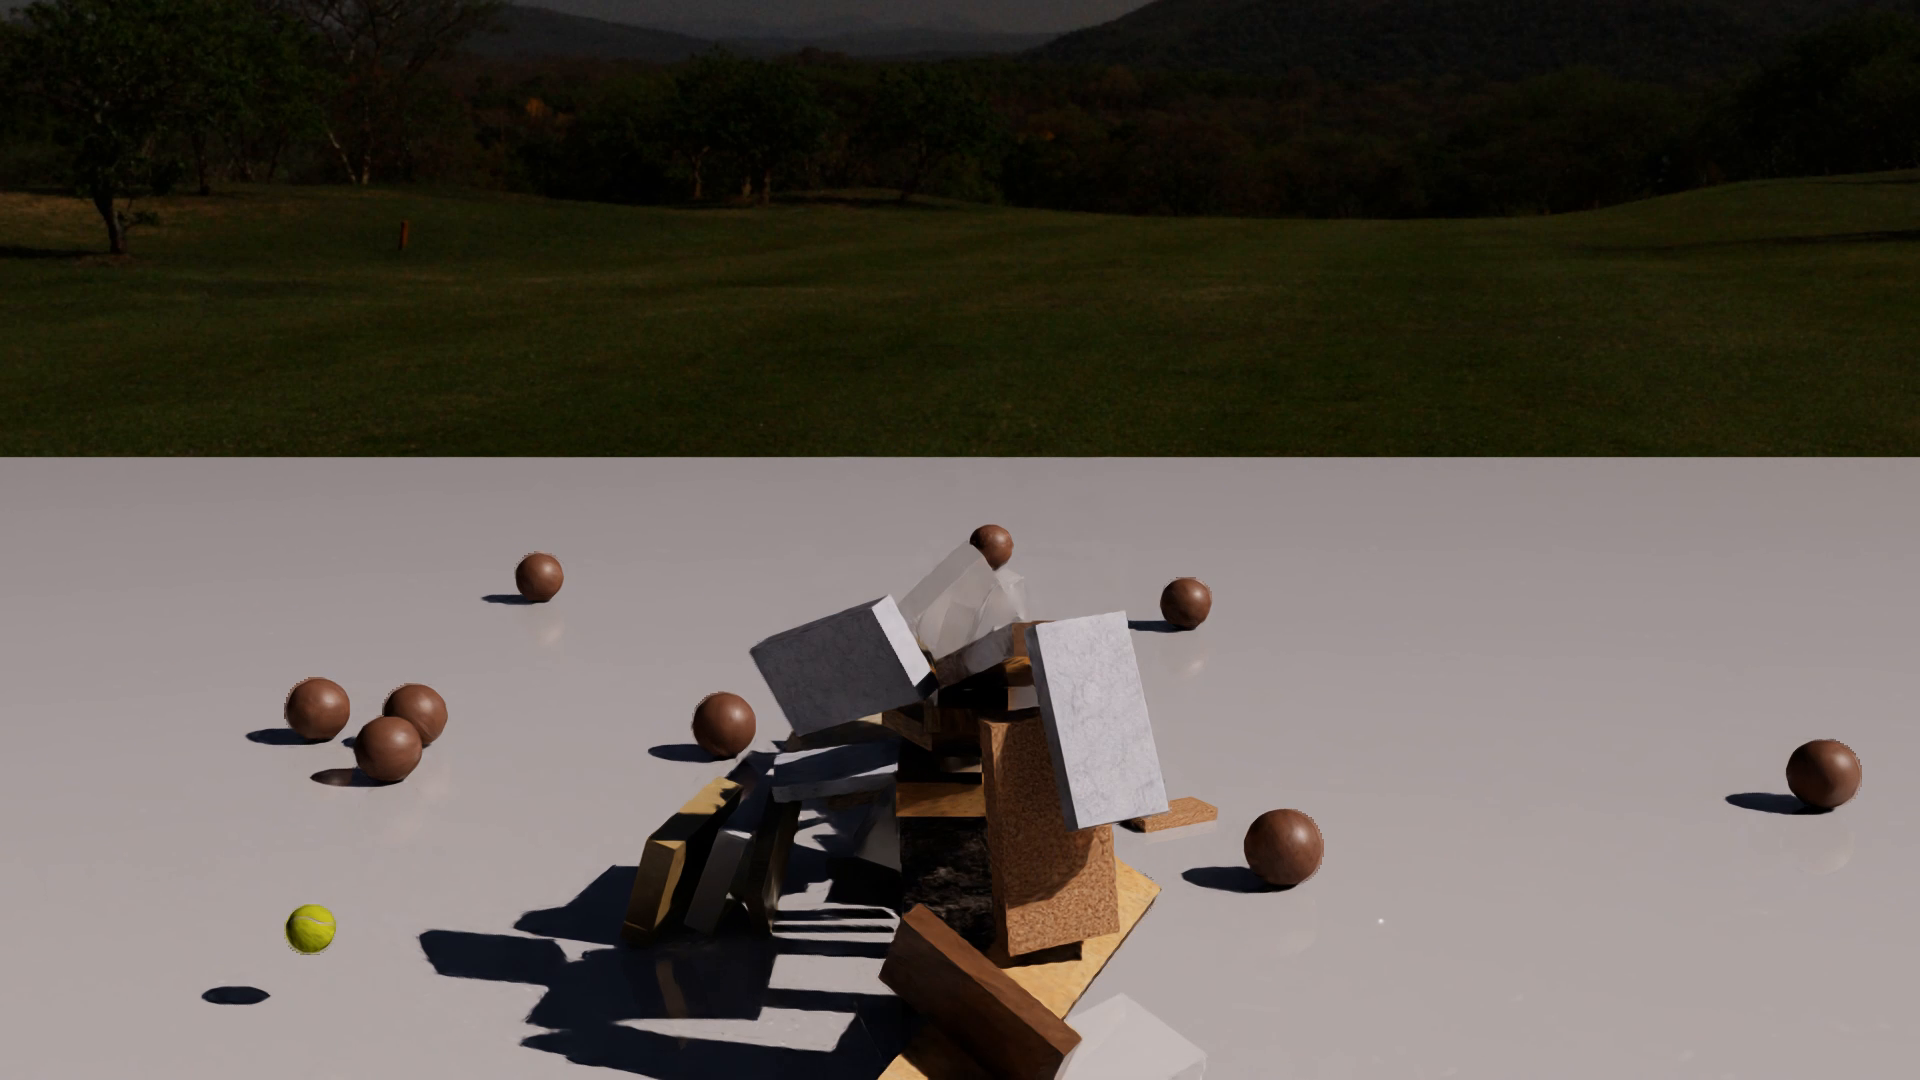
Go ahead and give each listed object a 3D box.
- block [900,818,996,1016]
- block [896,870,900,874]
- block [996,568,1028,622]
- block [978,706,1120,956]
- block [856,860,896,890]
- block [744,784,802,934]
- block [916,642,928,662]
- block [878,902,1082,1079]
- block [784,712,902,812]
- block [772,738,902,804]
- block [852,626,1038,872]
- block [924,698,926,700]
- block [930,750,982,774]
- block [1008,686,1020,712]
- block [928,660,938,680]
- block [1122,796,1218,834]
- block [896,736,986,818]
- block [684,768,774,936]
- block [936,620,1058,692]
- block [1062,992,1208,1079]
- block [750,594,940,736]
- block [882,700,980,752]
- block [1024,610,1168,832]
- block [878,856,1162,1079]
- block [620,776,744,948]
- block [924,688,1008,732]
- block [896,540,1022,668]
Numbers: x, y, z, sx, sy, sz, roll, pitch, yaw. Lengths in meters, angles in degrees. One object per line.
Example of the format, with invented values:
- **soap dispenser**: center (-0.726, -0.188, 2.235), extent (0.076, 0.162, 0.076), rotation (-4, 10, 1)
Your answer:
- **block**: center (0.001, 0.519, 3.126), extent (0.167, 0.335, 0.047), rotation (0, 20, 0)
- **block**: center (-0.026, 0.486, 3.662), extent (0.107, 0.030, 0.213), rotation (5, 30, 15)
- **block**: center (0.050, 0.205, 3.572), extent (0.147, 0.293, 0.042), rotation (-32, 41, -30)
- **block**: center (0.115, 0.365, 2.807), extent (0.154, 0.308, 0.044), rotation (-9, 14, -19)
- **block**: center (-0.139, 0.569, 3.740), extent (0.054, 0.015, 0.107), rotation (2, 11, 10)
- **block**: center (-0.300, 0.493, 3.549), extent (0.029, 0.103, 0.274), rotation (2, 43, 9)
- **block**: center (-0.091, 0.197, 4.074), extent (0.172, 0.049, 0.528), rotation (-45, 2, -8)
- **block**: center (0.021, 0.567, 2.668), extent (0.256, 0.128, 0.036), rotation (37, 45, 18)
- **block**: center (-0.126, 0.360, 3.672), extent (0.301, 0.043, 0.151), rotation (-7, 43, -39)
- **block**: center (-0.193, 0.367, 3.504), extent (0.206, 0.029, 0.103), rotation (-8, 25, 3)
- **block**: center (0.007, 0.340, 3.411), extent (0.151, 0.461, 0.043), rotation (22, 29, -20)
- **block**: center (-0.021, 0.254, 4.314), extent (0.167, 0.047, 0.335), rotation (-11, 18, -4)
- **block**: center (0.003, 0.295, 3.023), extent (0.078, 0.022, 0.157), rotation (0, 4, -6)
- **block**: center (-0.002, 0.350, 3.356), extent (0.113, 0.364, 0.032), rotation (11, 28, -5)
- **block**: center (-0.041, 0.238, 4.119), extent (0.077, 0.022, 0.155), rotation (-4, 9, 1)
- **block**: center (0.385, 0.506, 4.057), extent (0.161, 0.023, 0.081), rotation (-6, 12, -29)
- **block**: center (-0.001, 0.322, 3.133), extent (0.167, 0.047, 0.335), rotation (0, 10, 1)
- **block**: center (-0.358, 0.508, 3.624), extent (0.049, 0.172, 0.344), rotation (22, 13, 4)
- **block**: center (0.090, 0.156, 2.977), extent (0.154, 0.044, 0.308), rotation (-2, -11, -20)
- **block**: center (0.135, 0.697, 2.803), extent (0.154, 0.044, 0.386), rotation (31, 30, 36)
- **block**: center (-0.167, 0.182, 3.126), extent (0.293, 0.147, 0.042), rotation (-20, 11, 47)
- **block**: center (-0.022, 0.260, 3.097), extent (0.113, 0.032, 0.225), rotation (-2, 6, -19)
- **block**: center (0.170, 0.225, 2.746), extent (0.128, 0.257, 0.036), rotation (-8, -10, -25)
- **block**: center (0.051, 0.601, 2.779), extent (0.128, 0.036, 0.686), rotation (33, 38, 13)
- **block**: center (-0.448, 0.517, 3.570), extent (0.049, 0.172, 0.344), rotation (19, 14, 8)
- **block**: center (0.011, 0.232, 3.059), extent (0.113, 0.032, 0.225), rotation (1, 5, 2)
- **block**: center (0.030, 0.164, 3.384), extent (0.147, 0.415, 0.042), rotation (-43, 55, -9)
